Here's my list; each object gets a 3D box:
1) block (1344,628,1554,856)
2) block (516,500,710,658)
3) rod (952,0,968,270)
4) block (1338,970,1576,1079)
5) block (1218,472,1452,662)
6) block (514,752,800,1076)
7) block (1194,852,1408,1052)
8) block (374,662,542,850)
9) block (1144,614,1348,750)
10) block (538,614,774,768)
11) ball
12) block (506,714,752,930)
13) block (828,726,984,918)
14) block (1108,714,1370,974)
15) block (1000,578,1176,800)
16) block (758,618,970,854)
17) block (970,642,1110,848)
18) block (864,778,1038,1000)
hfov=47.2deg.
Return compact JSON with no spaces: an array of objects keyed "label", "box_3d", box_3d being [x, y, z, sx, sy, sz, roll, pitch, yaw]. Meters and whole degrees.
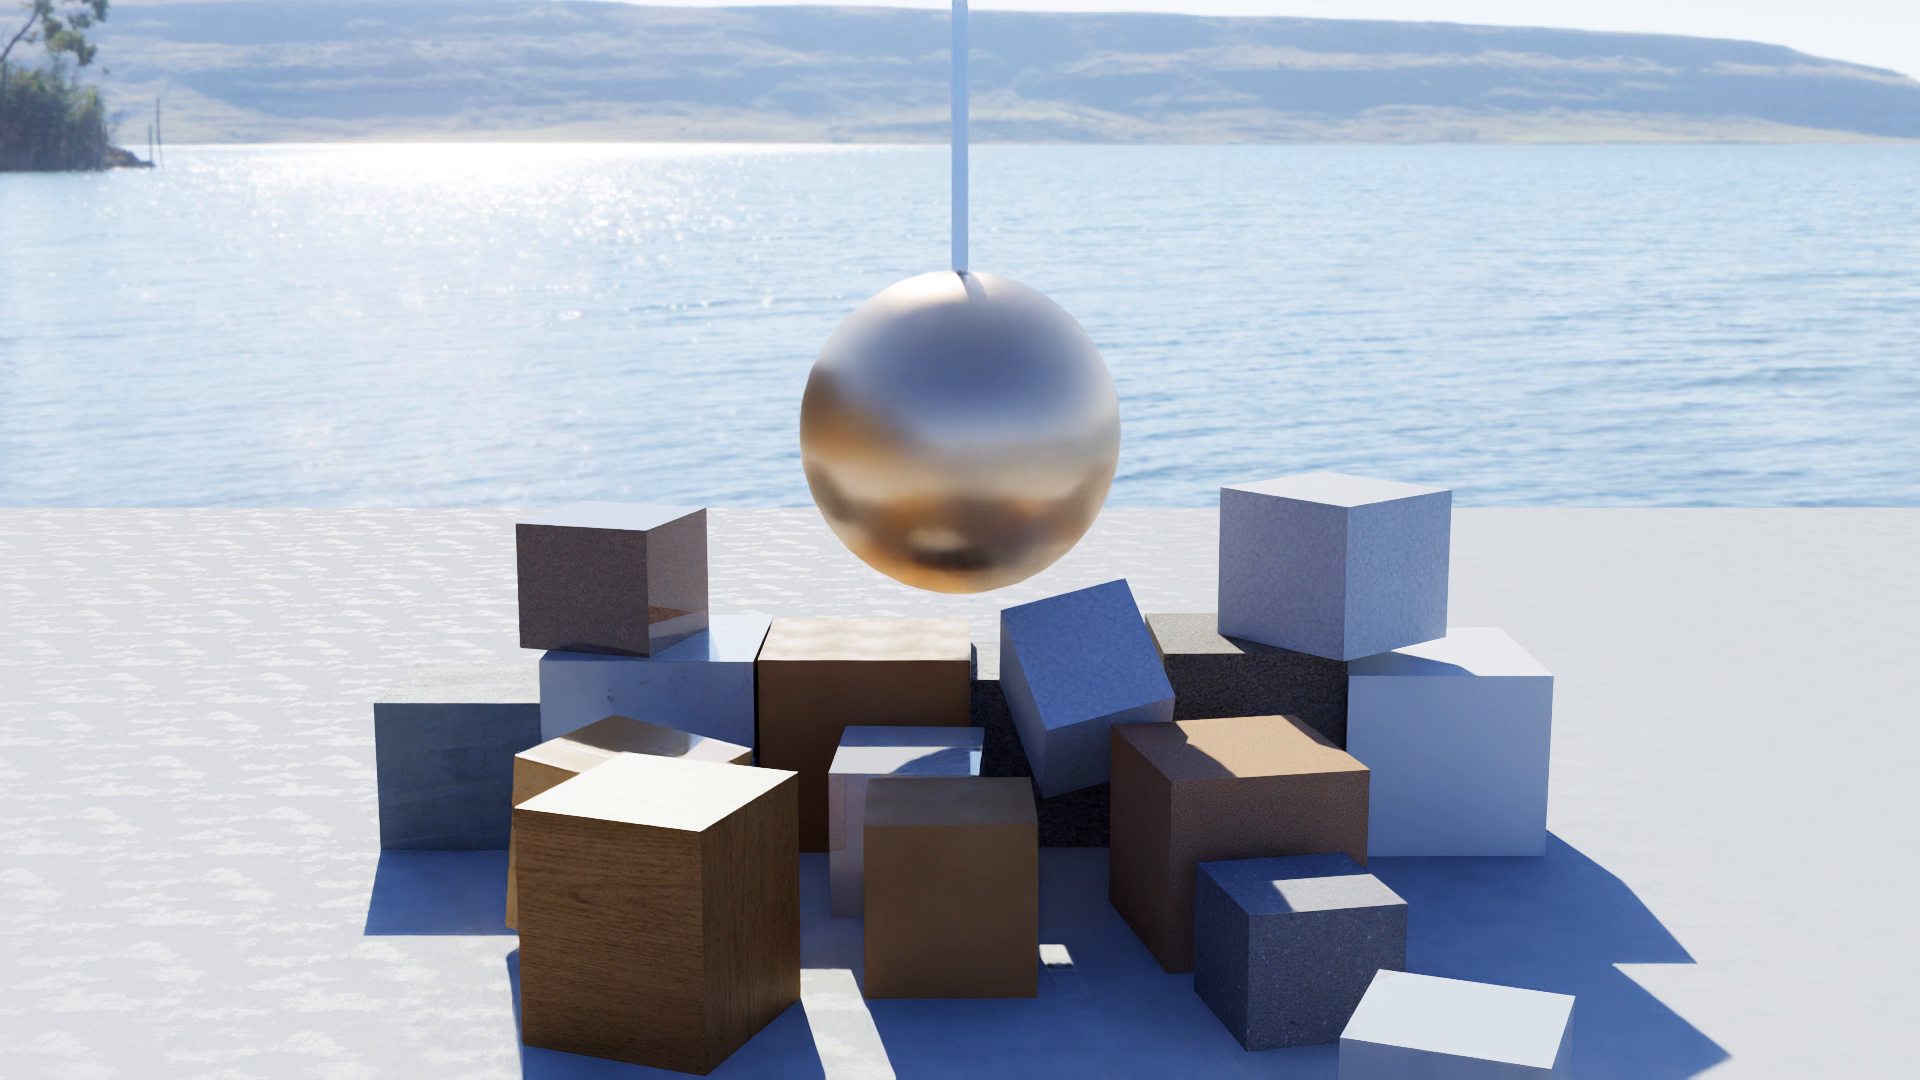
[{"label":"block","box_3d":[2.404,1.021,11.379,1.003,0.921,1.083,0,10,0]},{"label":"block","box_3d":[-1.760,0.186,11.210,0.712,0.637,0.724,3,11,17]},{"label":"rod","box_3d":[0.000,-3.894,10.394,0.080,5.200,0.080,0,9,0]},{"label":"block","box_3d":[1.714,1.901,7.584,0.689,0.547,0.662,4,11,21]},{"label":"block","box_3d":[1.885,0.112,11.099,0.810,0.756,0.819,-9,14,-40]},{"label":"block","box_3d":[-1.190,1.465,8.798,0.809,0.970,0.838,4,11,21]},{"label":"block","box_3d":[1.367,1.654,8.913,0.652,0.556,0.647,-2,11,-12]},{"label":"block","box_3d":[-2.482,1.105,11.364,0.841,0.761,0.846,0,10,0]},{"label":"block","box_3d":[1.443,0.976,11.327,0.904,1.026,0.930,0,10,-1]},{"label":"block","box_3d":[-1.531,0.986,11.369,1.050,0.993,1.067,0,10,1]},{"label":"ball","box_3d":[0.000,-0.533,10.903,1.600,1.600,1.600,0,10,0]},{"label":"block","box_3d":[-1.472,1.327,9.821,0.745,0.800,0.766,11,14,23]},{"label":"block","box_3d":[-0.237,1.320,10.396,0.679,0.684,0.818,0,10,3]},{"label":"block","box_3d":[1.225,1.335,9.844,0.885,0.851,0.935,-2,11,-12]},{"label":"block","box_3d":[0.592,0.711,10.500,0.624,0.645,0.691,-14,56,-10]},{"label":"block","box_3d":[-0.470,0.989,11.359,1.044,0.990,0.966,0,10,0]},{"label":"block","box_3d":[0.511,1.045,11.398,0.913,0.867,0.837,0,10,0]},{"label":"block","box_3d":[-0.043,1.472,9.379,0.716,0.749,0.678,0,10,-1]}]
